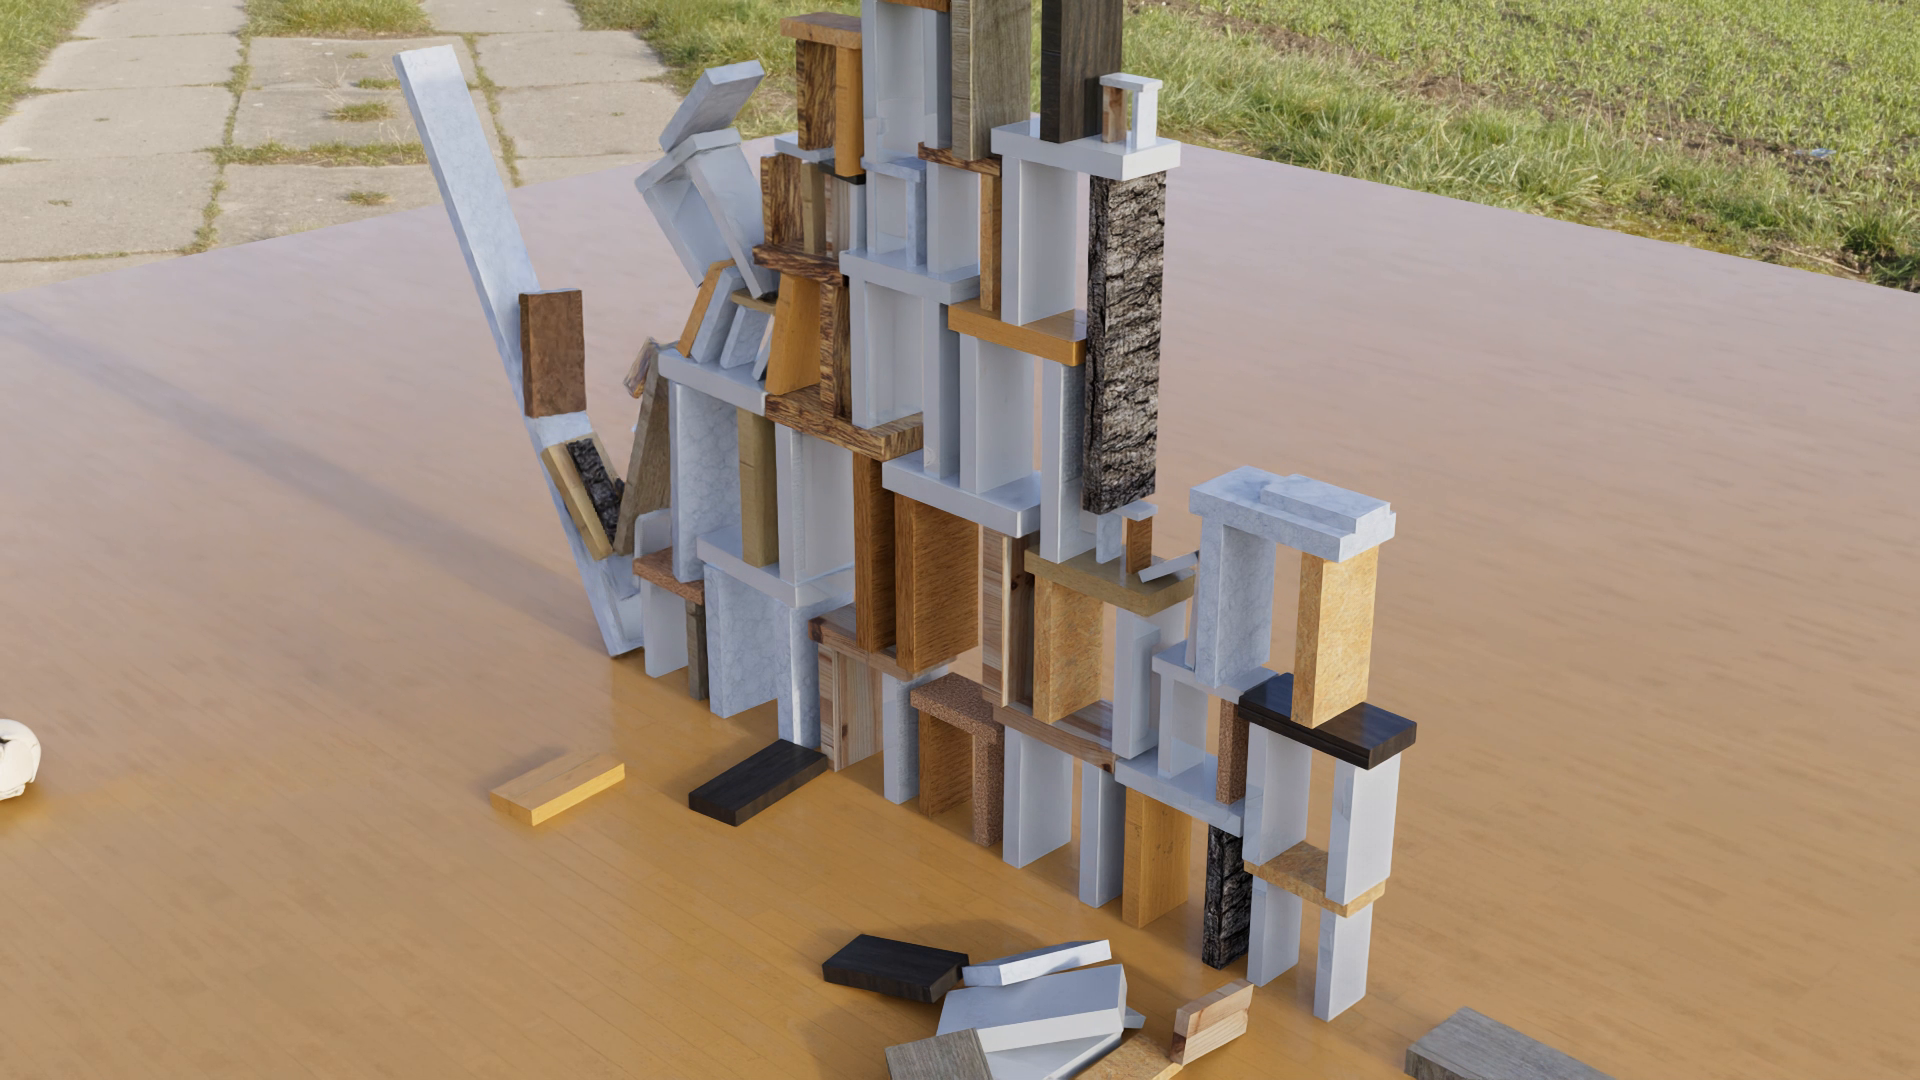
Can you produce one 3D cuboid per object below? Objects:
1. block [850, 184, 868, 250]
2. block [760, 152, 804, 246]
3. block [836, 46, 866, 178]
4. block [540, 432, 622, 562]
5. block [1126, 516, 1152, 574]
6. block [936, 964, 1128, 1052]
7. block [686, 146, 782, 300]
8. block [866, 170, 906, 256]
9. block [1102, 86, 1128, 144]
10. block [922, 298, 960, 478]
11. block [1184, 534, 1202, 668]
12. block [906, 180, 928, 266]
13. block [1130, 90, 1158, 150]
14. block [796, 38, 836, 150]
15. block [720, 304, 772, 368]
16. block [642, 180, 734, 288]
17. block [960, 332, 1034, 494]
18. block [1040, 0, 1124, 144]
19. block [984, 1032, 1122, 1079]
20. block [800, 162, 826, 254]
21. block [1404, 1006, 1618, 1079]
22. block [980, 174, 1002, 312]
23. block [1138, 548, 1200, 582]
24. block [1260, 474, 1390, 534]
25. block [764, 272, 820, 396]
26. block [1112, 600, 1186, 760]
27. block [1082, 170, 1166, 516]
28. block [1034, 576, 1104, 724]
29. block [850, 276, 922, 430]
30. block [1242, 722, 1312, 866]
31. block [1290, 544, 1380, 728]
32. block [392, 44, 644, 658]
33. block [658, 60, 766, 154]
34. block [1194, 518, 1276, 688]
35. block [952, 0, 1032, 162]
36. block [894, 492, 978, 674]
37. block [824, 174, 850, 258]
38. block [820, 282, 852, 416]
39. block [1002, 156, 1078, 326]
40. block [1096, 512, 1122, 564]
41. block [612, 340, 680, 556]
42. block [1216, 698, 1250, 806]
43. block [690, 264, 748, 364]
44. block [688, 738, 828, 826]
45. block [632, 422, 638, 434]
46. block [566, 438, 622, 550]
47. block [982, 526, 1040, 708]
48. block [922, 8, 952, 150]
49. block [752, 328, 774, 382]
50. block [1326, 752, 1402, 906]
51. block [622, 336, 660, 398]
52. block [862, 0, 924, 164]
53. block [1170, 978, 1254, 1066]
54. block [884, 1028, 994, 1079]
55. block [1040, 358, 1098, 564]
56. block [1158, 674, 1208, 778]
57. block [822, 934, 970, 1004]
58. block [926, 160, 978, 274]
[{"bbox_3d":[-0.179,-0.616,4.146,0.018,0.126,0.063,22,32,37],"label":"block"},{"bbox_3d":[-0.348,-0.675,4.330,0.087,0.174,0.025,-21,29,-40],"label":"block"},{"bbox_3d":[-0.178,-0.798,4.065,0.109,0.237,0.031,-20,33,-40],"label":"block"},{"bbox_3d":[-0.842,-0.101,5.076,0.141,0.282,0.040,-23,-6,-42],"label":"block"},{"bbox_3d":[0.317,0.004,3.892,0.015,0.104,0.052,21,31,41],"label":"block"},{"bbox_3d":[0.123,0.795,3.715,0.310,0.044,0.155,-11,15,10],"label":"block"},{"bbox_3d":[-0.429,-0.640,4.431,0.116,0.321,0.033,-21,-9,-40],"label":"block"},{"bbox_3d":[-0.138,-0.619,4.113,0.079,0.158,0.022,-21,31,-40],"label":"block"},{"bbox_3d":[0.257,-0.709,3.647,0.013,0.095,0.047,21,31,40],"label":"block"},{"bbox_3d":[-0.001,-0.298,4.106,0.042,0.343,0.148,21,31,41],"label":"block"},{"bbox_3d":[0.435,0.090,3.781,0.076,0.270,0.021,-19,35,-38],"label":"block"},{"bbox_3d":[-0.062,-0.590,4.045,0.022,0.158,0.079,21,31,40],"label":"block"},{"bbox_3d":[0.302,-0.692,3.606,0.047,0.094,0.013,-21,31,-40],"label":"block"},{"bbox_3d":[-0.255,-0.859,4.186,0.109,0.219,0.031,-15,28,-30],"label":"block"},{"bbox_3d":[-0.437,-0.427,4.519,0.080,0.159,0.023,-22,59,-41],"label":"block"},{"bbox_3d":[-0.550,-0.635,4.551,0.116,0.033,0.232,-20,74,-45],"label":"block"},{"bbox_3d":[0.068,-0.249,4.042,0.043,0.302,0.151,21,31,41],"label":"block"},{"bbox_3d":[0.203,-0.825,3.647,0.044,0.308,0.154,21,31,40],"label":"block"},{"bbox_3d":[0.129,0.867,3.674,0.292,0.034,0.118,-21,31,-41],"label":"block"},{"bbox_3d":[-0.268,-0.649,4.259,0.025,0.174,0.087,14,27,33],"label":"block"},{"bbox_3d":[1.319,1.044,3.238,0.173,0.049,1.461,-21,31,-41],"label":"block"},{"bbox_3d":[0.083,-0.539,3.914,0.029,0.245,0.103,21,31,40],"label":"block"},{"bbox_3d":[0.387,0.038,3.822,0.076,0.021,0.151,-20,-1,-38],"label":"block"},{"bbox_3d":[0.590,-0.060,3.558,0.187,0.027,0.094,21,31,40],"label":"block"},{"bbox_3d":[-0.312,-0.422,4.381,0.037,0.261,0.131,34,38,31],"label":"block"},{"bbox_3d":[0.341,0.235,3.958,0.041,0.291,0.145,21,31,40],"label":"block"},{"bbox_3d":[0.281,-0.343,3.775,0.042,0.596,0.148,21,31,40],"label":"block"},{"bbox_3d":[0.202,0.182,4.083,0.041,0.291,0.145,21,31,40],"label":"block"},{"bbox_3d":[-0.141,-0.375,4.226,0.148,0.296,0.042,-21,31,-40],"label":"block"},{"bbox_3d":[0.550,0.417,3.797,0.038,0.267,0.134,21,31,40],"label":"block"},{"bbox_3d":[0.616,0.143,3.613,0.152,0.304,0.043,-21,31,-40],"label":"block"},{"bbox_3d":[-0.999,-0.441,5.123,0.141,1.471,0.040,-21,2,-41],"label":"block"},{"bbox_3d":[-0.497,-0.864,4.391,0.126,0.036,0.252,-21,-11,-36],"label":"block"},{"bbox_3d":[0.471,0.086,3.747,0.043,0.304,0.152,21,31,40],"label":"block"},{"bbox_3d":[0.055,-0.852,3.791,0.044,0.370,0.154,20,30,40],"label":"block"},{"bbox_3d":[-0.044,0.060,4.302,0.050,0.369,0.178,22,31,40],"label":"block"},{"bbox_3d":[-0.227,-0.626,4.214,0.063,0.162,0.018,-19,29,-37],"label":"block"},{"bbox_3d":[-0.211,-0.385,4.288,0.131,0.265,0.037,-21,33,-40],"label":"block"},{"bbox_3d":[0.139,-0.535,3.843,0.042,0.295,0.148,21,31,40],"label":"block"},{"bbox_3d":[0.267,-0.015,3.935,0.015,0.104,0.052,21,31,40],"label":"block"},{"bbox_3d":[-0.668,-0.201,4.867,0.118,0.561,0.034,-21,52,-40],"label":"block"},{"bbox_3d":[0.493,0.353,3.836,0.028,0.200,0.100,21,31,41],"label":"block"},{"bbox_3d":[-0.469,-0.474,4.539,0.118,0.237,0.034,-23,62,-42],"label":"block"},{"bbox_3d":[-0.415,0.499,4.540,0.126,0.036,0.291,16,28,33],"label":"block"},{"bbox_3d":[-0.684,-0.236,4.857,0.052,0.103,0.015,-44,62,-7],"label":"block"},{"bbox_3d":[-0.823,-0.106,5.055,0.061,0.268,0.017,-19,-9,-42],"label":"block"},{"bbox_3d":[0.124,0.120,4.145,0.178,0.356,0.050,-21,31,-40],"label":"block"},{"bbox_3d":[-0.008,-0.821,3.882,0.121,0.242,0.034,-21,30,-39],"label":"block"},{"bbox_3d":[-0.360,-0.393,4.448,0.080,0.159,0.023,-23,64,-43],"label":"block"},{"bbox_3d":[0.676,0.466,3.682,0.038,0.267,0.134,21,31,40],"label":"block"},{"bbox_3d":[-0.683,-0.372,4.745,0.017,0.122,0.061,15,27,-40],"label":"block"},{"bbox_3d":[-0.120,-0.842,3.999,0.121,0.296,0.034,-21,31,-40],"label":"block"},{"bbox_3d":[0.424,0.808,3.696,0.027,0.094,0.187,19,20,38],"label":"block"},{"bbox_3d":[-0.014,0.910,3.503,0.155,0.044,0.310,-11,29,-8],"label":"block"},{"bbox_3d":[0.212,-0.158,3.924,0.043,0.377,0.151,21,31,40],"label":"block"},{"bbox_3d":[0.399,0.316,3.923,0.100,0.200,0.028,-21,31,-41],"label":"block"},{"bbox_3d":[-0.113,0.756,3.883,0.237,0.034,0.118,3,21,35],"label":"block"},{"bbox_3d":[-0.013,-0.595,3.995,0.029,0.205,0.103,21,31,40],"label":"block"}]
